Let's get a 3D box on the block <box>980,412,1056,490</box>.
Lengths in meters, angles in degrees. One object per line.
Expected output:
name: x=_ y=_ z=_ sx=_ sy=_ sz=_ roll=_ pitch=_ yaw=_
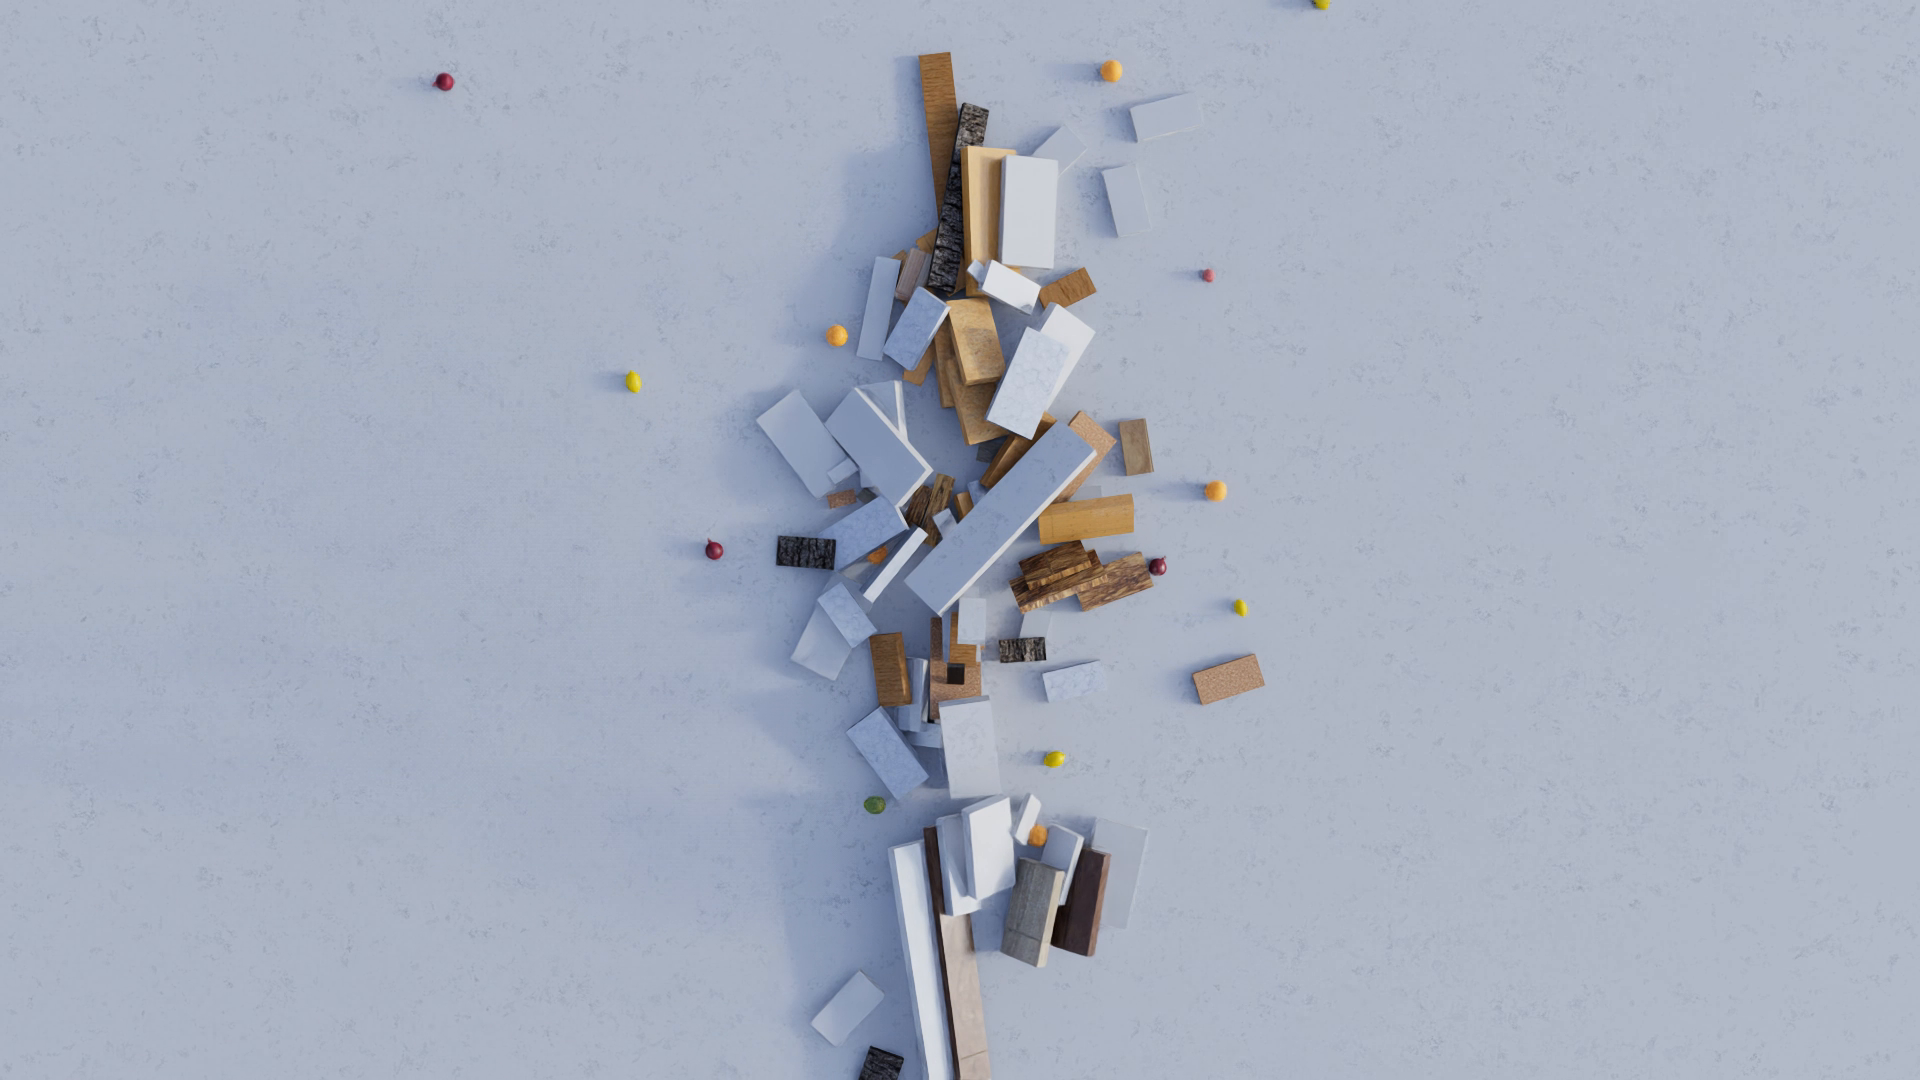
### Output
block: x=0.213 y=-0.279 z=5.441 sx=0.156 sy=0.044 sz=0.311 roll=33 pitch=91 yaw=-30

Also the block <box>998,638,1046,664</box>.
block: x=0.207 y=0.365 z=5.465 sx=0.153 sy=0.022 sz=0.077 roll=-4 pitch=90 yaw=0

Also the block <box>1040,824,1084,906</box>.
block: x=0.322 y=1.070 z=5.436 sx=0.119 sy=0.034 sz=0.238 roll=20 pitch=96 yaw=41

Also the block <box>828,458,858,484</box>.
block: x=-0.387 y=-0.229 z=5.446 sx=0.093 sy=0.013 sz=0.046 roll=-35 pitch=90 yaw=0

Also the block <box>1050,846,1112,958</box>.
block: x=0.386 y=1.182 z=5.431 sx=0.168 sy=0.048 sz=0.337 roll=9 pitch=89 yaw=34

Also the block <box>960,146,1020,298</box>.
block: x=0.102 y=-1.045 z=5.437 sx=0.178 sy=0.050 sz=0.484 roll=-2 pitch=90 yaw=-27

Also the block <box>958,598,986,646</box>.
block: x=0.038 y=0.260 z=5.295 sx=0.087 sy=0.025 sz=0.174 roll=3 pitch=47 yaw=-1

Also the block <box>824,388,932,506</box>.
block: x=-0.269 y=-0.304 z=5.391 sx=0.383 sy=0.047 sz=0.167 roll=49 pitch=112 yaw=18

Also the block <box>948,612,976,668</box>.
block: x=0.011 y=0.322 z=5.336 sx=0.087 sy=0.025 sz=0.174 roll=3 pitch=83 yaw=-1

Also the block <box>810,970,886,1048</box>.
block: x=-0.371 y=1.557 z=5.483 sx=0.119 sy=0.034 sz=0.238 roll=43 pitch=90 yaw=0

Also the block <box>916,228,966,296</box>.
block: x=-0.048 y=-0.924 z=5.455 sx=0.106 sy=0.030 sz=0.212 roll=-31 pitch=90 yaw=0

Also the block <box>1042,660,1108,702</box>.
block: x=0.381 y=0.470 z=5.486 sx=0.200 sy=0.028 sz=0.100 roll=-13 pitch=90 yaw=0

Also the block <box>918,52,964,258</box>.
block: x=-0.041 y=-1.249 z=5.485 sx=0.106 sy=0.030 sz=0.733 roll=-7 pitch=90 yaw=0

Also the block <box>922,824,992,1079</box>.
block: x=-0.009 y=1.363 z=5.440 sx=0.119 sy=0.034 sz=0.856 roll=-7 pitch=89 yaw=-35

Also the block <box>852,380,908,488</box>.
block: x=-0.259 y=-0.348 z=5.438 sx=0.167 sy=0.047 sz=0.335 roll=-6 pitch=89 yaw=28

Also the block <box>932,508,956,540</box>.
block: x=-0.039 y=-0.038 z=5.430 sx=0.063 sy=0.018 sz=0.125 roll=-30 pitch=107 yaw=-11

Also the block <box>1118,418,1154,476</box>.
block: x=0.586 y=-0.309 z=5.487 sx=0.090 sy=0.026 sz=0.181 roll=-9 pitch=90 yaw=0

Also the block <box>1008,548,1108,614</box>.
block: x=0.324 y=0.136 z=5.446 sx=0.304 sy=0.035 sz=0.123 roll=-21 pitch=48 yaw=0

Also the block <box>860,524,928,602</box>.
block: x=-0.218 y=0.074 z=5.383 sx=0.040 sy=0.142 sz=0.285 roll=39 pitch=89 yaw=-10

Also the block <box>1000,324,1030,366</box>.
block: x=0.172 y=-0.639 z=5.479 sx=0.170 sy=0.024 sz=0.085 roll=-33 pitch=90 yaw=-6

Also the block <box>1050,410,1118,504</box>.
block: x=0.357 y=-0.257 z=5.437 sx=0.156 sy=0.044 sz=0.311 roll=40 pitch=87 yaw=-10

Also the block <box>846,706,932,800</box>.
block: x=-0.235 y=0.704 z=5.460 sx=0.142 sy=0.040 sz=0.284 roll=-37 pitch=90 yaw=17

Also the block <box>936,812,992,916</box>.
block: x=0.014 y=1.063 z=5.436 sx=0.159 sy=0.045 sz=0.319 roll=-6 pitch=90 yaw=-35

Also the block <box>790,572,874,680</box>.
block: x=-0.416 y=0.284 z=5.477 sx=0.163 sy=0.046 sz=0.327 roll=26 pitch=90 yaw=0

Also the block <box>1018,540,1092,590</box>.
block: x=0.313 y=0.081 z=5.451 sx=0.219 sy=0.031 sz=0.109 roll=-21 pitch=45 yaw=0

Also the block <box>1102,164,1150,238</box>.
block: x=0.553 y=-1.127 z=5.484 sx=0.111 sy=0.031 sz=0.222 roll=-14 pitch=90 yaw=0

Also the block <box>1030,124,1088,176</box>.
block: x=0.304 y=-1.263 z=5.484 sx=0.222 sy=0.031 sz=0.111 roll=-44 pitch=90 yaw=0

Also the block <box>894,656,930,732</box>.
block: x=-0.159 y=0.509 z=5.448 sx=0.119 sy=0.034 sz=0.238 roll=3 pitch=90 yaw=41

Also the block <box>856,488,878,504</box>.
block: x=-0.295 y=-0.132 z=5.493 sx=0.093 sy=0.013 sz=0.046 roll=40 pitch=90 yaw=0

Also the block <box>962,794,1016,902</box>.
block: x=0.095 y=1.002 z=5.383 sx=0.159 sy=0.045 sz=0.319 roll=-16 pitch=112 yaw=-32

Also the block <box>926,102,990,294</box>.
block: x=-0.006 y=-1.129 z=5.436 sx=0.090 sy=0.026 sz=0.633 roll=13 pitch=83 yaw=-17

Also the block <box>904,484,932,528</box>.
block: x=-0.142 y=-0.099 z=5.476 sx=0.057 sy=0.016 sz=0.170 roll=21 pitch=95 yaw=17

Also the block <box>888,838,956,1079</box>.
block: x=-0.052 y=1.666 z=5.437 sx=0.168 sy=0.048 sz=1.351 roll=-9 pitch=90 yaw=-30

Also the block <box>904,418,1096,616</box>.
block: x=0.131 y=-0.073 z=5.357 sx=0.734 sy=0.046 sz=0.163 roll=-46 pitch=70 yaw=-1

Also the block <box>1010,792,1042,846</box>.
block: x=0.217 y=0.920 z=5.436 sx=0.022 sy=0.077 sz=0.153 roll=4 pitch=59 yaw=38

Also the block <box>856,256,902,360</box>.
block: x=-0.268 y=-0.767 z=5.468 sx=0.085 sy=0.024 sz=0.336 roll=12 pitch=96 yaw=5

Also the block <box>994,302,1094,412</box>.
block: x=0.279 y=-0.584 z=5.434 sx=0.178 sy=0.050 sz=0.356 roll=32 pitch=90 yaw=-30

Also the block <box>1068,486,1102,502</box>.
block: x=0.364 y=-0.116 z=5.485 sx=0.219 sy=0.031 sz=0.109 roll=-5 pitch=90 yaw=0

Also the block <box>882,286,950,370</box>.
block: x=-0.144 y=-0.692 z=5.411 sx=0.123 sy=0.035 sz=0.247 roll=38 pitch=110 yaw=17

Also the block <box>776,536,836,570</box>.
block: x=-0.509 y=0.041 z=5.452 sx=0.200 sy=0.028 sz=0.100 roll=4 pitch=90 yaw=20
